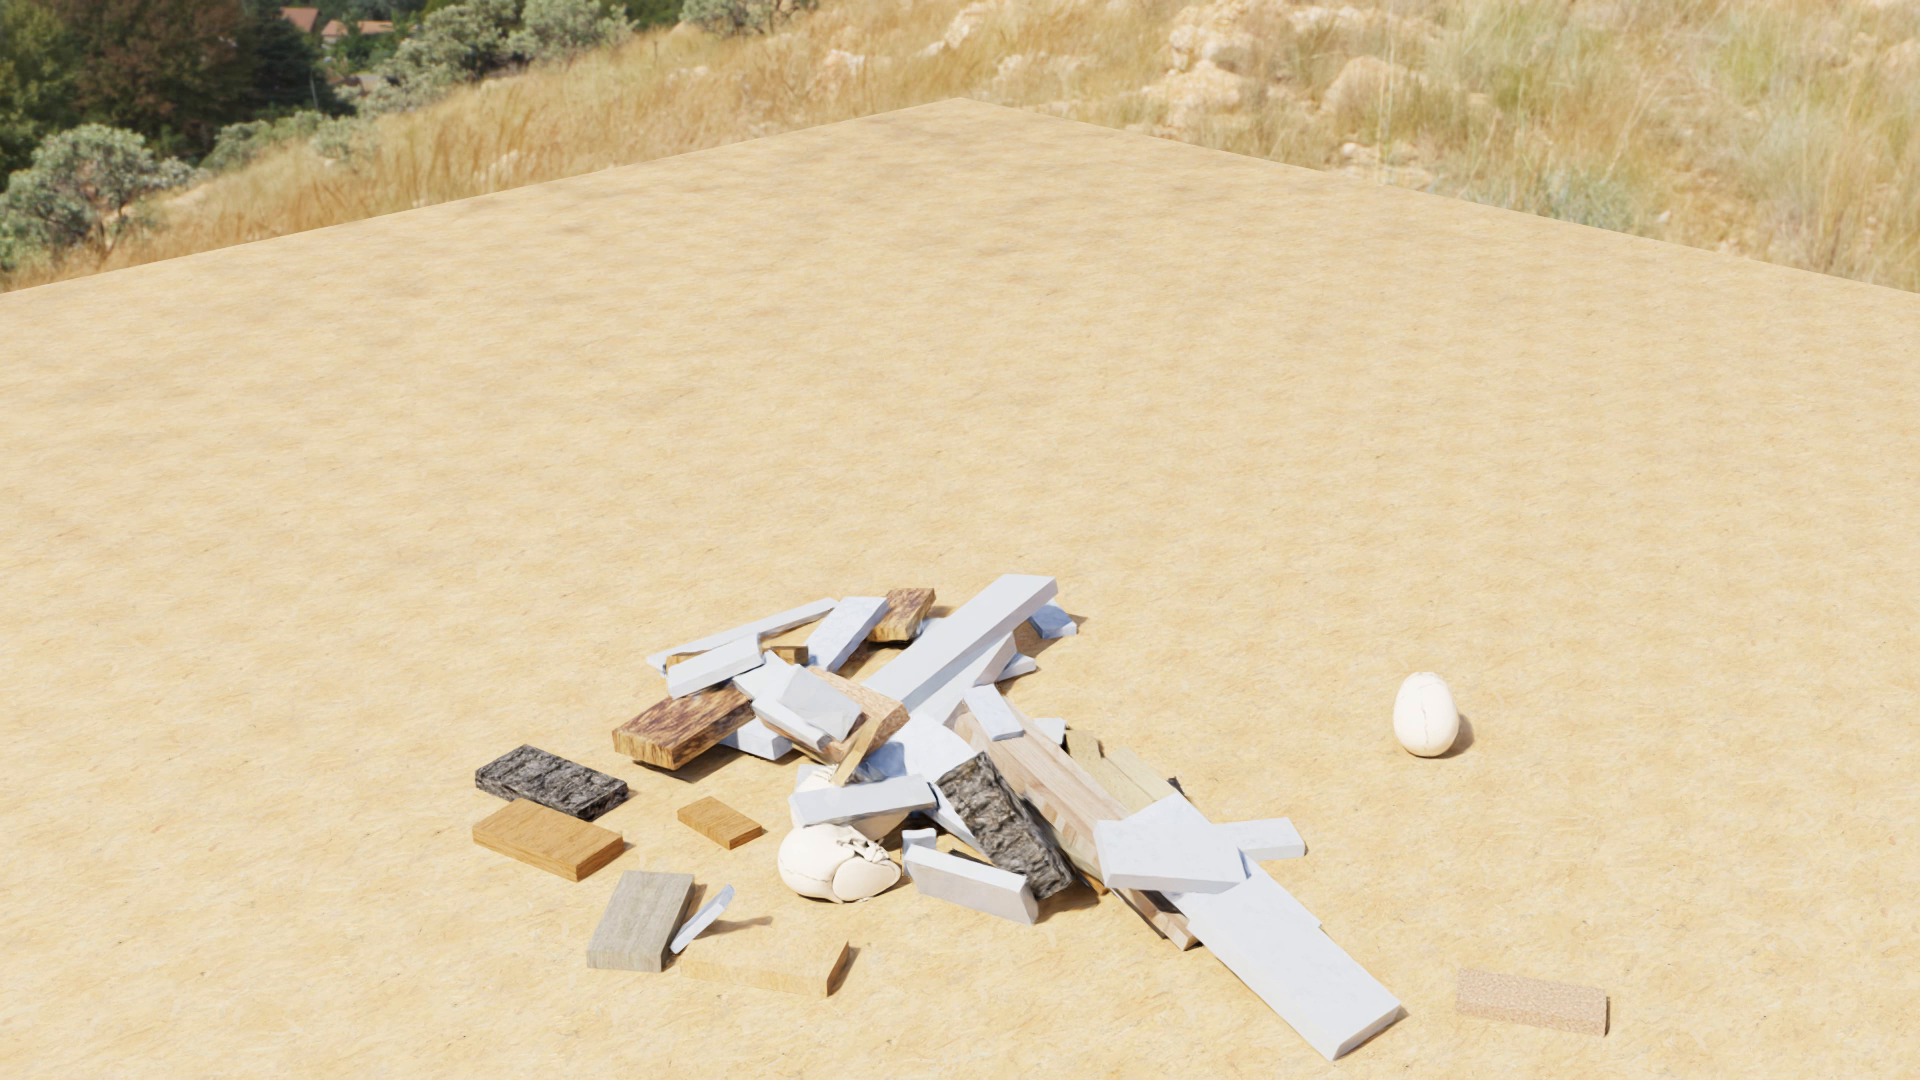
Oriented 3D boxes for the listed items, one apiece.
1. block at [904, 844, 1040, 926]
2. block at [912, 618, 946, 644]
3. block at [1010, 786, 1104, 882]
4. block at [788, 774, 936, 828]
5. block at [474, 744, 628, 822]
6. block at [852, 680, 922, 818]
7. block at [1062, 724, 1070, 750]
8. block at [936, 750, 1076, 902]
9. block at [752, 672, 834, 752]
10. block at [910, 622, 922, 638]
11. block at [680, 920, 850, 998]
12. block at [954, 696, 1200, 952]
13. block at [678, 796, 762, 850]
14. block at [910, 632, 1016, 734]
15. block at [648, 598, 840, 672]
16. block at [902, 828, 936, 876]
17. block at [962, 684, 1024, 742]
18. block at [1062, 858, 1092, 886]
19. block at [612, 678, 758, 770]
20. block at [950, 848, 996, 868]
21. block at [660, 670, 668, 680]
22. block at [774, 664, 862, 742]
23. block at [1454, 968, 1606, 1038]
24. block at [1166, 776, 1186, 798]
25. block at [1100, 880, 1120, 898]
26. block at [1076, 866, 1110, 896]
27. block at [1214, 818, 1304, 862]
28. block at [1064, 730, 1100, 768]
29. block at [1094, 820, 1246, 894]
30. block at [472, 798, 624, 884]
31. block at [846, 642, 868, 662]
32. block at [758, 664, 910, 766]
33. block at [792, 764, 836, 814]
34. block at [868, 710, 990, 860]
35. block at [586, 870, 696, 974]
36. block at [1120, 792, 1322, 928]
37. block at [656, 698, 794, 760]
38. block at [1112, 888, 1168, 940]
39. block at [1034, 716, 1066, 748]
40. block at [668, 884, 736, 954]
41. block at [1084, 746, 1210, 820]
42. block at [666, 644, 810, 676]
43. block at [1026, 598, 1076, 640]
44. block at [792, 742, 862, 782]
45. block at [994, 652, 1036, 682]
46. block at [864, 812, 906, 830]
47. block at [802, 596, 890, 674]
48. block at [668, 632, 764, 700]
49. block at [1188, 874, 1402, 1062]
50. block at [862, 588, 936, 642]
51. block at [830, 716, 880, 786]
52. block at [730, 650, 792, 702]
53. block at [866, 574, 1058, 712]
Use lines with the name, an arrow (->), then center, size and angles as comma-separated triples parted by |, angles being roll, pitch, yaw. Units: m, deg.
block -> 0.022, 0.642, 4.091 | 0.241, 0.121, 0.034 | 12, 54, 26
block -> -0.061, 0.231, 5.185 | 0.085, 0.024, 0.170 | 3, 23, 6
block -> 0.151, 0.538, 4.214 | 0.386, 0.023, 0.082 | 28, 43, 23
block -> -0.186, 0.502, 4.235 | 0.299, 0.020, 0.070 | -5, 49, -35
block -> -0.840, 0.504, 4.519 | 0.291, 0.041, 0.145 | 15, 27, 32
block -> -0.146, 0.428, 4.527 | 0.161, 0.046, 0.322 | -39, 50, -23
block -> 0.155, 0.427, 4.724 | 0.170, 0.024, 0.085 | -7, 24, -15
block -> 0.083, 0.538, 4.081 | 0.121, 0.291, 0.034 | -35, 0, 41
block -> -0.320, 0.349, 4.484 | 0.208, 0.029, 0.104 | 25, 56, 41
block -> -0.148, 0.217, 5.195 | 0.113, 0.016, 0.056 | -9, 22, 14
block -> -0.349, 0.749, 3.946 | 0.273, 0.039, 0.136 | 6, 24, 13
block -> 0.247, 0.528, 4.179 | 0.129, 0.037, 0.644 | -20, 50, -39
block -> -0.481, 0.565, 4.398 | 0.083, 0.024, 0.167 | -21, 31, -40
block -> -0.046, 0.339, 4.834 | 0.174, 0.049, 0.525 | -3, 22, 23
block -> -0.497, 0.219, 5.180 | 0.056, 0.016, 0.560 | 23, 28, 39
block -> -0.077, 0.596, 4.199 | 0.062, 0.123, 0.017 | -4, 47, -4
block -> 0.064, 0.339, 4.305 | 0.067, 0.019, 0.133 | -7, 43, -29
block -> 0.229, 0.604, 4.239 | 0.064, 0.018, 0.129 | -22, 59, -41
block -> -0.552, 0.370, 4.672 | 0.174, 0.049, 0.347 | 12, 29, 36
block -> 0.034, 0.639, 4.189 | 0.140, 0.020, 0.070 | 21, 30, 15
block -> -0.611, 0.313, 4.998 | 0.072, 0.020, 0.143 | -19, 30, -38
block -> -0.281, 0.325, 4.375 | 0.165, 0.082, 0.023 | 36, -14, -23
block -> 0.992, 0.804, 3.828 | 0.252, 0.030, 0.104 | 6, 24, 14
block -> 0.410, 0.552, 4.373 | 0.104, 0.030, 0.209 | -21, 25, 0
block -> 0.329, 0.653, 4.146 | 0.075, 0.021, 0.149 | -20, 45, -39
block -> 0.250, 0.606, 4.217 | 0.075, 0.021, 0.149 | -22, 60, -42
block -> 0.561, 0.593, 4.324 | 0.209, 0.030, 0.104 | -4, 23, -10
block -> 0.261, 0.448, 4.650 | 0.062, 0.017, 0.123 | -1, 34, -8
block -> 0.378, 0.574, 3.968 | 0.258, 0.037, 0.129 | 6, 38, -14
block -> -0.811, 0.588, 4.324 | 0.273, 0.039, 0.136 | 14, 27, 30
block -> -0.289, 0.259, 5.125 | 0.143, 0.020, 0.072 | 0, 23, 0
block -> -0.264, 0.361, 4.536 | 0.161, 0.046, 0.322 | -40, 34, -25
block -> -0.296, 0.513, 4.521 | 0.083, 0.024, 0.166 | 0, 23, 1
block -> -0.011, 0.485, 4.380 | 0.322, 0.046, 0.161 | 32, 60, 28
block -> -0.586, 0.701, 4.059 | 0.136, 0.039, 0.273 | 3, 23, 6
block -> 0.462, 0.624, 4.008 | 0.172, 0.049, 0.374 | -21, 51, -40
block -> -0.473, 0.377, 4.760 | 0.347, 0.049, 0.174 | 13, 29, 37
block -> 0.355, 0.671, 4.086 | 0.075, 0.021, 0.149 | -19, 49, -38
block -> 0.187, 0.417, 4.686 | 0.067, 0.019, 0.133 | 4, 22, 7
block -> -0.467, 0.687, 3.984 | 0.020, 0.140, 0.070 | 44, 22, -6
block -> 0.359, 0.508, 4.293 | 0.121, 0.034, 0.241 | -24, 49, -33
block -> -0.496, 0.268, 4.916 | 0.291, 0.041, 0.145 | -4, 1, 9
block -> 0.211, 0.188, 5.287 | 0.085, 0.024, 0.170 | -7, 24, -16
block -> -0.259, 0.448, 4.610 | 0.166, 0.024, 0.083 | 26, 22, 21
block -> 0.079, 0.296, 5.019 | 0.170, 0.024, 0.085 | -16, 20, -32
block -> -0.175, 0.543, 4.456 | 0.067, 0.019, 0.133 | -15, 27, -32
block -> -0.302, 0.247, 5.051 | 0.113, 0.032, 0.416 | 0, 28, 26
block -> -0.526, 0.271, 4.729 | 0.208, 0.029, 0.104 | -22, 23, 2
block -> 0.578, 0.738, 3.819 | 0.172, 0.049, 0.345 | -20, 49, -39
block -> -0.146, 0.176, 5.221 | 0.113, 0.032, 0.226 | -3, 23, 19
block -> -0.203, 0.411, 4.282 | 0.023, 0.082, 0.165 | 34, 21, -2
block -> -0.393, 0.306, 4.640 | 0.104, 0.029, 0.208 | -35, 32, -17
block -> -0.028, 0.246, 4.940 | 0.145, 0.041, 0.724 | 3, 25, 35
